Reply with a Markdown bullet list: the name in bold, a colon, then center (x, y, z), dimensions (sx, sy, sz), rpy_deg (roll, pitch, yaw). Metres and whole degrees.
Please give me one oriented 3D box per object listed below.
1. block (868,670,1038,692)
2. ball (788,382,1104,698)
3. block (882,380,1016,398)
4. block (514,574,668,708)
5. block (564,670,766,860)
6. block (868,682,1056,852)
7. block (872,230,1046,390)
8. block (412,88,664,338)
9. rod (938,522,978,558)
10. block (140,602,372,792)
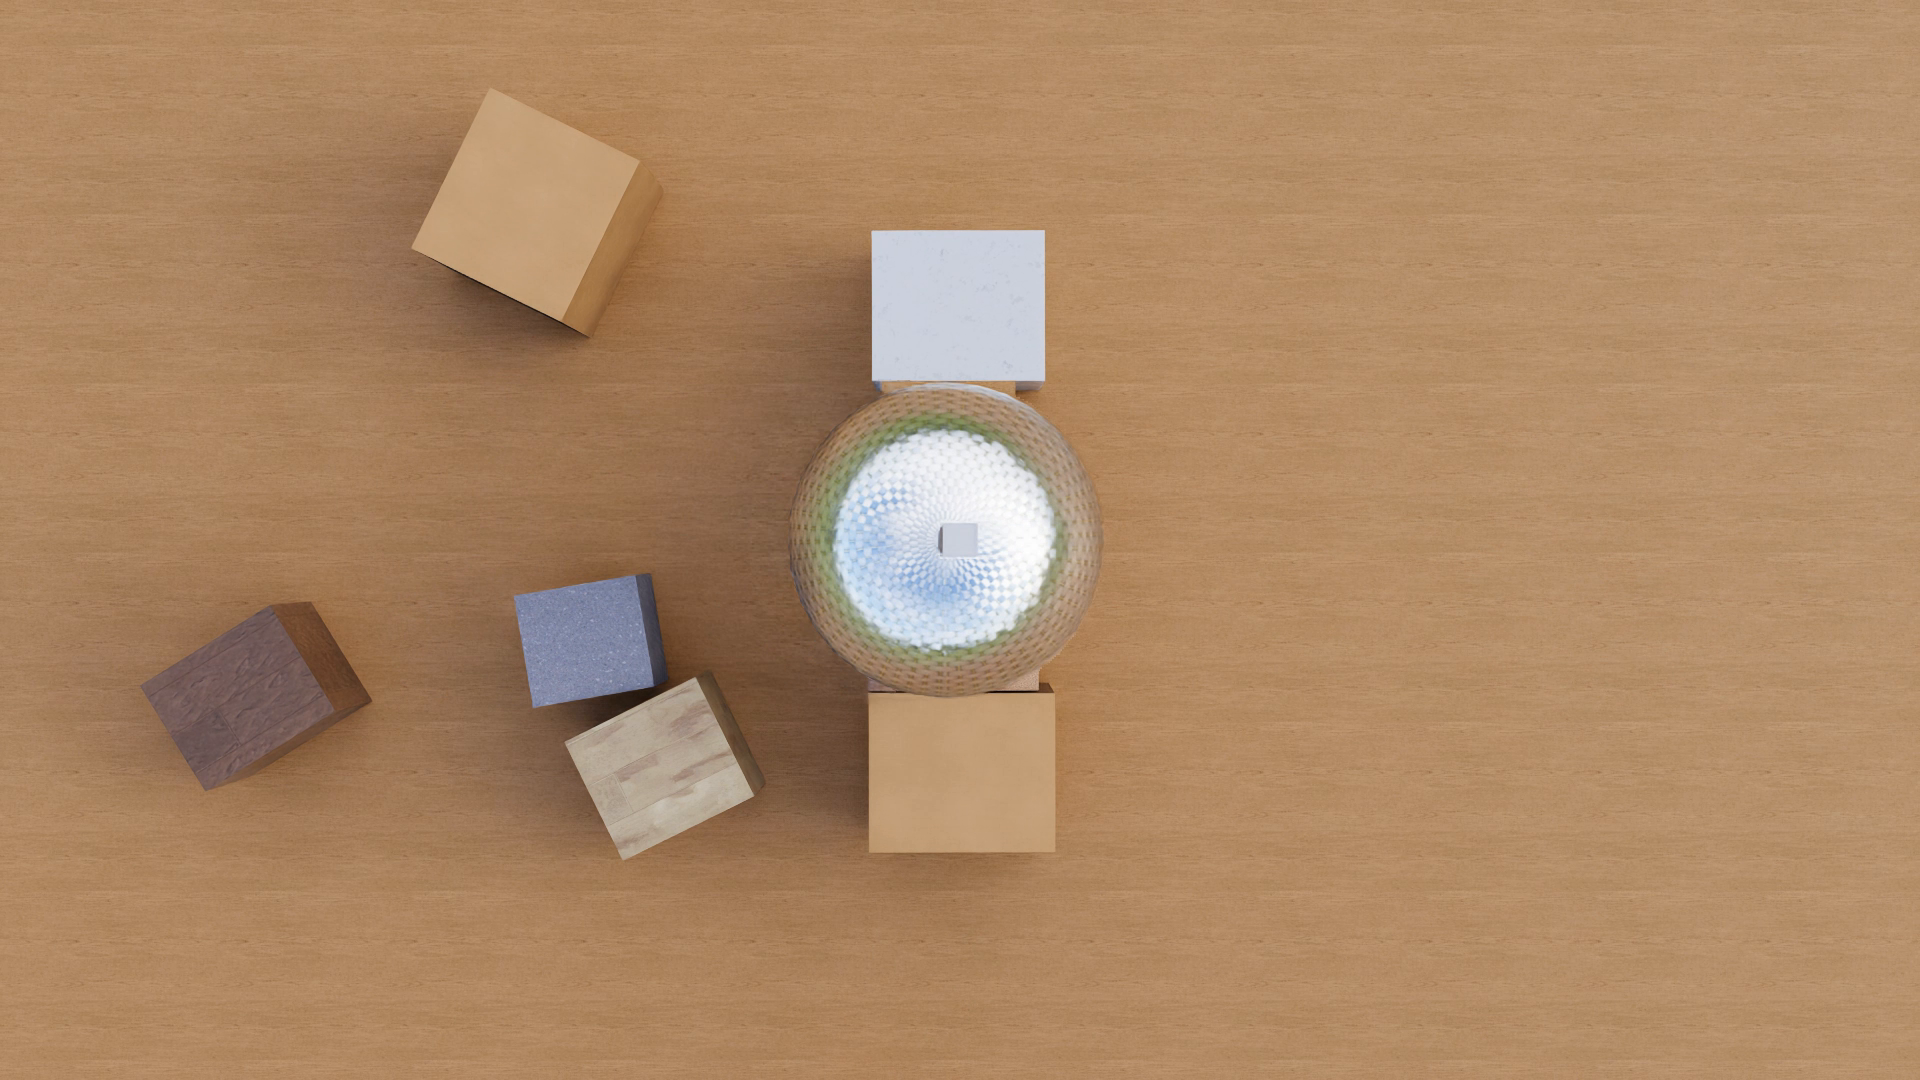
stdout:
- **block**: center (-0.037, 0.375, 12.589), dimensions (0.943, 0.823, 0.919), rpy_deg (0, 90, 0)
- **ball**: center (-0.070, 0.000, 11.128), dimensions (1.600, 1.600, 1.600), rpy_deg (0, 90, 0)
- **block**: center (-0.061, -0.491, 12.592), dimensions (0.740, 0.816, 0.779), rpy_deg (0, 90, 0)
- **block**: center (-2.116, 0.570, 12.690), dimensions (0.693, 0.620, 0.639), rpy_deg (-10, 90, 0)
- **block**: center (-1.678, 1.277, 12.633), dimensions (0.816, 0.734, 0.740), rpy_deg (-26, 90, 0)
- **block**: center (0.012, 1.282, 12.552), dimensions (1.025, 0.895, 0.874), rpy_deg (0, 90, 0)
- **block**: center (-0.009, -1.301, 12.604), dimensions (0.960, 0.792, 0.834), rpy_deg (0, 90, 0)
- **block**: center (-2.375, -1.834, 12.511), dimensions (0.912, 0.978, 0.980), rpy_deg (26, 90, 0)
- **rod**: center (-0.030, 0.000, 7.729), dimensions (0.080, 5.200, 0.080), rpy_deg (0, 90, -1)
- **block**: center (-4.017, 0.881, 12.614), dimensions (0.851, 0.771, 0.694), rpy_deg (-32, 90, 0)
